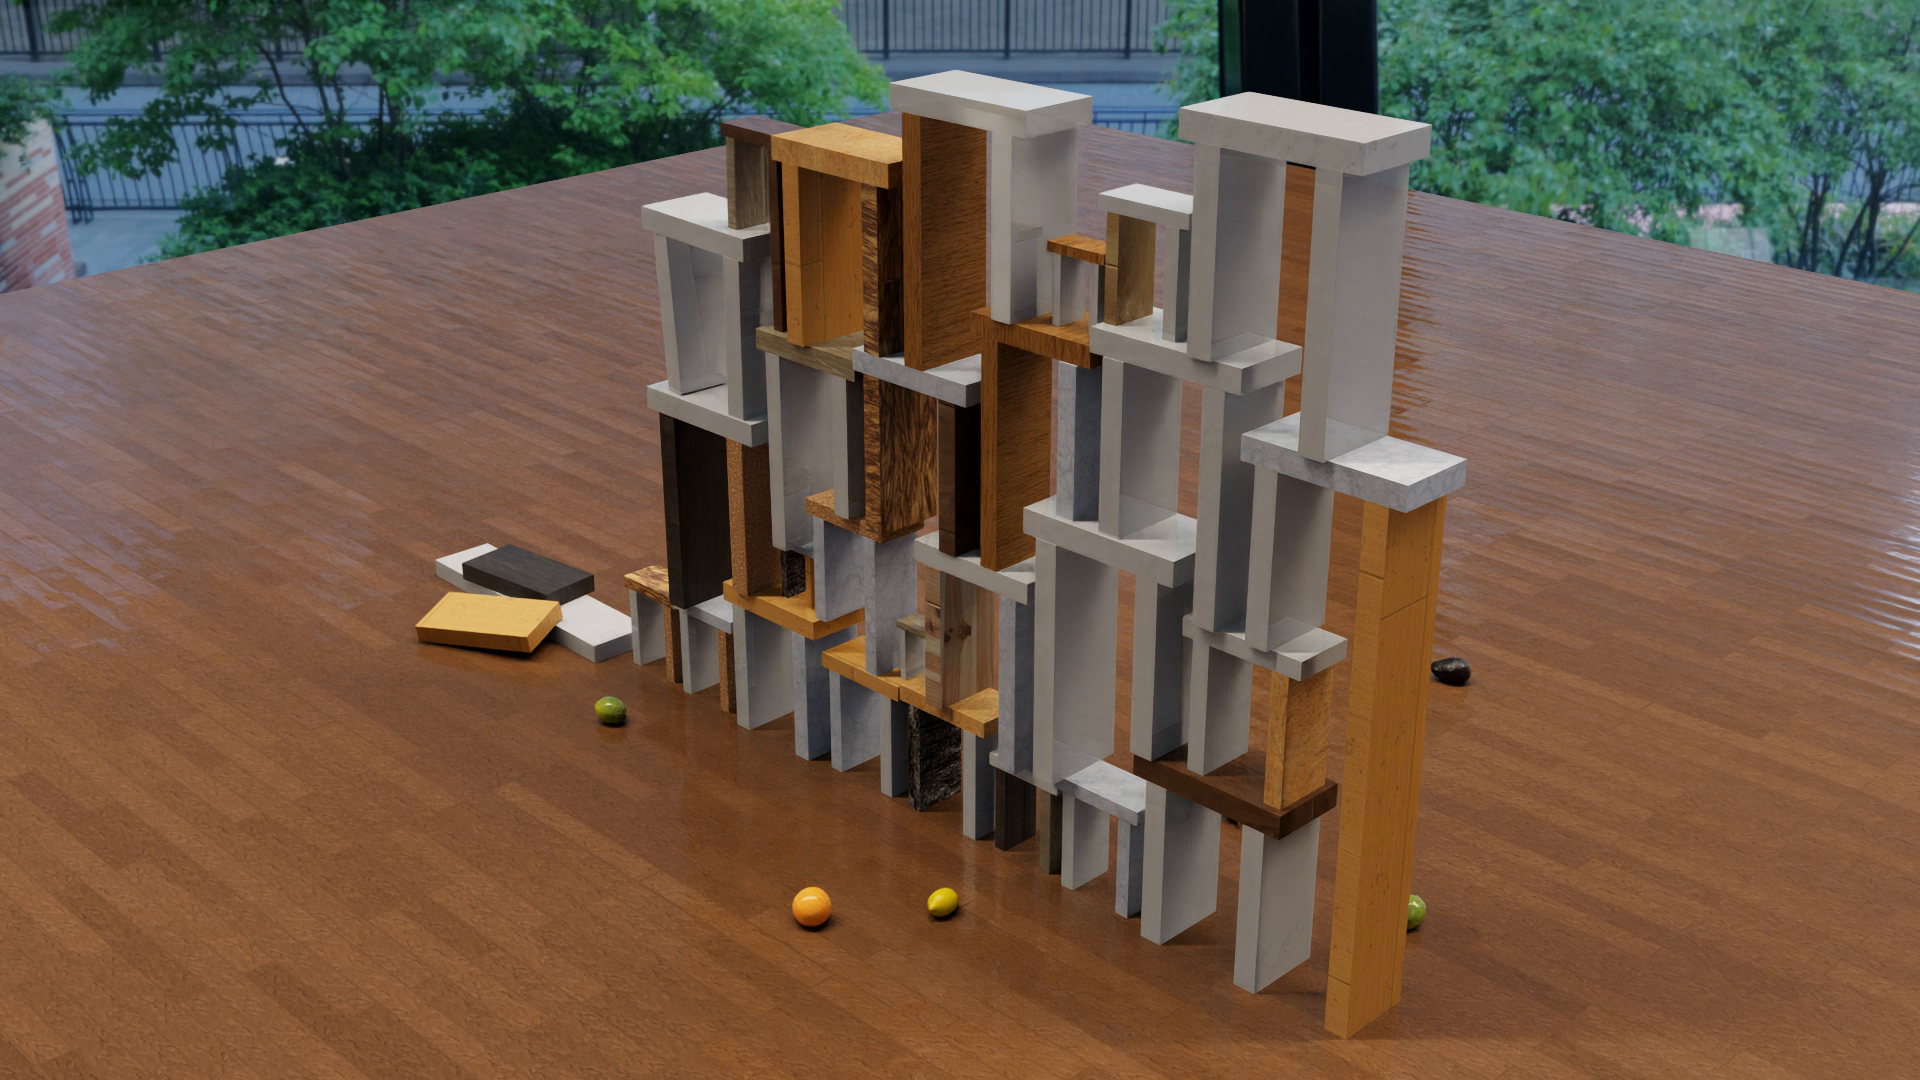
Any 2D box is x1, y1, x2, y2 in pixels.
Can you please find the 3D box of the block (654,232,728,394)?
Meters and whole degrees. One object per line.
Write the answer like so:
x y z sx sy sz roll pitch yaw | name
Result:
-0.546 -0.491 4.629 0.168 0.337 0.048 -19 25 -37 | block

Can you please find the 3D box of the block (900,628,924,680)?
-0.096 0.223 4.426 0.051 0.111 0.015 -21 30 -40 | block

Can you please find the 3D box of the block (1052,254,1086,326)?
0.190 -0.443 3.836 0.018 0.130 0.065 21 31 40 | block

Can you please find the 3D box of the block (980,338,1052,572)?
0.103 -0.171 4.035 0.144 0.445 0.041 -21 31 -41 | block

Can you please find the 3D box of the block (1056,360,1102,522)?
0.235 -0.190 3.876 0.041 0.287 0.144 21 31 41 | block

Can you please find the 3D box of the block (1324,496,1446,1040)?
0.698 0.373 3.627 0.160 0.979 0.045 -21 31 -41 | block

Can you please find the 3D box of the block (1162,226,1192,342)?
0.378 -0.431 3.625 0.027 0.193 0.096 21 31 40 | block

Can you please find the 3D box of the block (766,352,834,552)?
-0.321 -0.196 4.496 0.147 0.422 0.042 -21 31 -40 | block

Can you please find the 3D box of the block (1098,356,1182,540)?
0.313 -0.177 3.802 0.046 0.321 0.161 21 31 40 | block

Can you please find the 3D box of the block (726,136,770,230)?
-0.419 -0.716 4.373 0.092 0.184 0.026 -20 32 -39 | block

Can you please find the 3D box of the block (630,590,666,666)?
-0.713 0.188 5.079 0.027 0.187 0.094 21 31 41 | block

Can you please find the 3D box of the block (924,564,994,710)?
0.000 0.168 4.295 0.042 0.298 0.149 21 31 41 | block

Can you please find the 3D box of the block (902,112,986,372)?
-0.027 -0.556 4.019 0.167 0.472 0.047 -21 31 -40 | block

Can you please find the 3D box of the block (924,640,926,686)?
-0.049 0.237 4.381 0.015 0.103 0.051 21 31 41 | block

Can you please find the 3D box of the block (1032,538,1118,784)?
0.214 0.202 4.065 0.049 0.484 0.173 21 31 40 | block

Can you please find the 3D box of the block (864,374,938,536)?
-0.114 -0.183 4.264 0.152 0.322 0.043 -21 31 -40 | block

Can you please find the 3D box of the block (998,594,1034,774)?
0.141 0.253 4.178 0.149 0.363 0.042 -21 31 -41 | block

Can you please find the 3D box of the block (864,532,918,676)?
-0.139 0.119 4.430 0.114 0.299 0.032 -21 31 -40 | block

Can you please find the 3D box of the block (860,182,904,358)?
-0.104 -0.519 4.117 0.163 0.326 0.046 -18 29 -36 | block

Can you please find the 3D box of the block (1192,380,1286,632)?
0.467 -0.070 3.686 0.046 0.429 0.161 21 31 40 | block

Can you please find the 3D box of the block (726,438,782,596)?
-0.404 -0.070 4.635 0.049 0.344 0.172 21 31 41 | block

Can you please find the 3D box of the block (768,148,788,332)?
-0.329 -0.595 4.323 0.026 0.365 0.092 21 31 40 | block

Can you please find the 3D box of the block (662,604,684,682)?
-0.625 0.222 4.998 0.027 0.187 0.094 21 31 41 | block

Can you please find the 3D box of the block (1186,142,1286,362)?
0.445 -0.476 3.533 0.049 0.348 0.174 21 31 40 | block

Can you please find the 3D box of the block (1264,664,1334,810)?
0.575 0.320 3.732 0.036 0.252 0.126 21 31 41 | block

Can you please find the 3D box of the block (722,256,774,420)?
-0.397 -0.427 4.480 0.048 0.337 0.168 22 31 40 | block

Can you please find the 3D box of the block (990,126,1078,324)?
0.130 -0.559 3.847 0.166 0.333 0.047 -21 31 -41 | block

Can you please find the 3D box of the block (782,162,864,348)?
-0.263 -0.567 4.269 0.163 0.356 0.046 -21 31 -40 | block

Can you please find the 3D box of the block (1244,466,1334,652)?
0.547 0.011 3.637 0.160 0.320 0.045 -21 31 -41 | block

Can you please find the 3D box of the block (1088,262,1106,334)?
0.251 -0.420 3.780 0.018 0.130 0.065 21 31 40 | block

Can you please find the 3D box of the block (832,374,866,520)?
-0.182 -0.201 4.343 0.147 0.293 0.042 -21 31 -41 | block

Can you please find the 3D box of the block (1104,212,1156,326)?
0.287 -0.466 3.708 0.027 0.193 0.096 21 31 40 | block

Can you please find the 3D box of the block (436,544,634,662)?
-1.027 0.147 5.360 0.153 0.043 0.690 -20 30 -39 | block

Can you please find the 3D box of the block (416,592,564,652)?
-1.111 0.193 5.189 0.306 0.043 0.153 4 32 21 | block

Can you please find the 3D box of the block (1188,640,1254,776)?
0.456 0.274 3.841 0.036 0.252 0.126 21 31 41 | block

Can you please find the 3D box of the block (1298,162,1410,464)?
0.609 -0.361 3.403 0.174 0.458 0.049 -21 31 -41 | block

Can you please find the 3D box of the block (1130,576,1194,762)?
0.381 0.201 3.890 0.049 0.346 0.173 21 31 41 | block

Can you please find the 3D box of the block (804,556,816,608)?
-0.294 0.080 4.574 0.016 0.115 0.058 21 31 41 | block

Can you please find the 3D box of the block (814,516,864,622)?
-0.246 0.045 4.515 0.032 0.228 0.114 22 31 40 | block

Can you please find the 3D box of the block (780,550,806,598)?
-0.348 0.059 4.624 0.058 0.115 0.016 -21 31 -41 | block

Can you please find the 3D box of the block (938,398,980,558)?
0.029 -0.134 4.128 0.152 0.304 0.043 -21 31 -41 | block

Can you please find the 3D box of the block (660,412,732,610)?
-0.563 -0.084 4.804 0.049 0.449 0.172 21 31 40 | block
